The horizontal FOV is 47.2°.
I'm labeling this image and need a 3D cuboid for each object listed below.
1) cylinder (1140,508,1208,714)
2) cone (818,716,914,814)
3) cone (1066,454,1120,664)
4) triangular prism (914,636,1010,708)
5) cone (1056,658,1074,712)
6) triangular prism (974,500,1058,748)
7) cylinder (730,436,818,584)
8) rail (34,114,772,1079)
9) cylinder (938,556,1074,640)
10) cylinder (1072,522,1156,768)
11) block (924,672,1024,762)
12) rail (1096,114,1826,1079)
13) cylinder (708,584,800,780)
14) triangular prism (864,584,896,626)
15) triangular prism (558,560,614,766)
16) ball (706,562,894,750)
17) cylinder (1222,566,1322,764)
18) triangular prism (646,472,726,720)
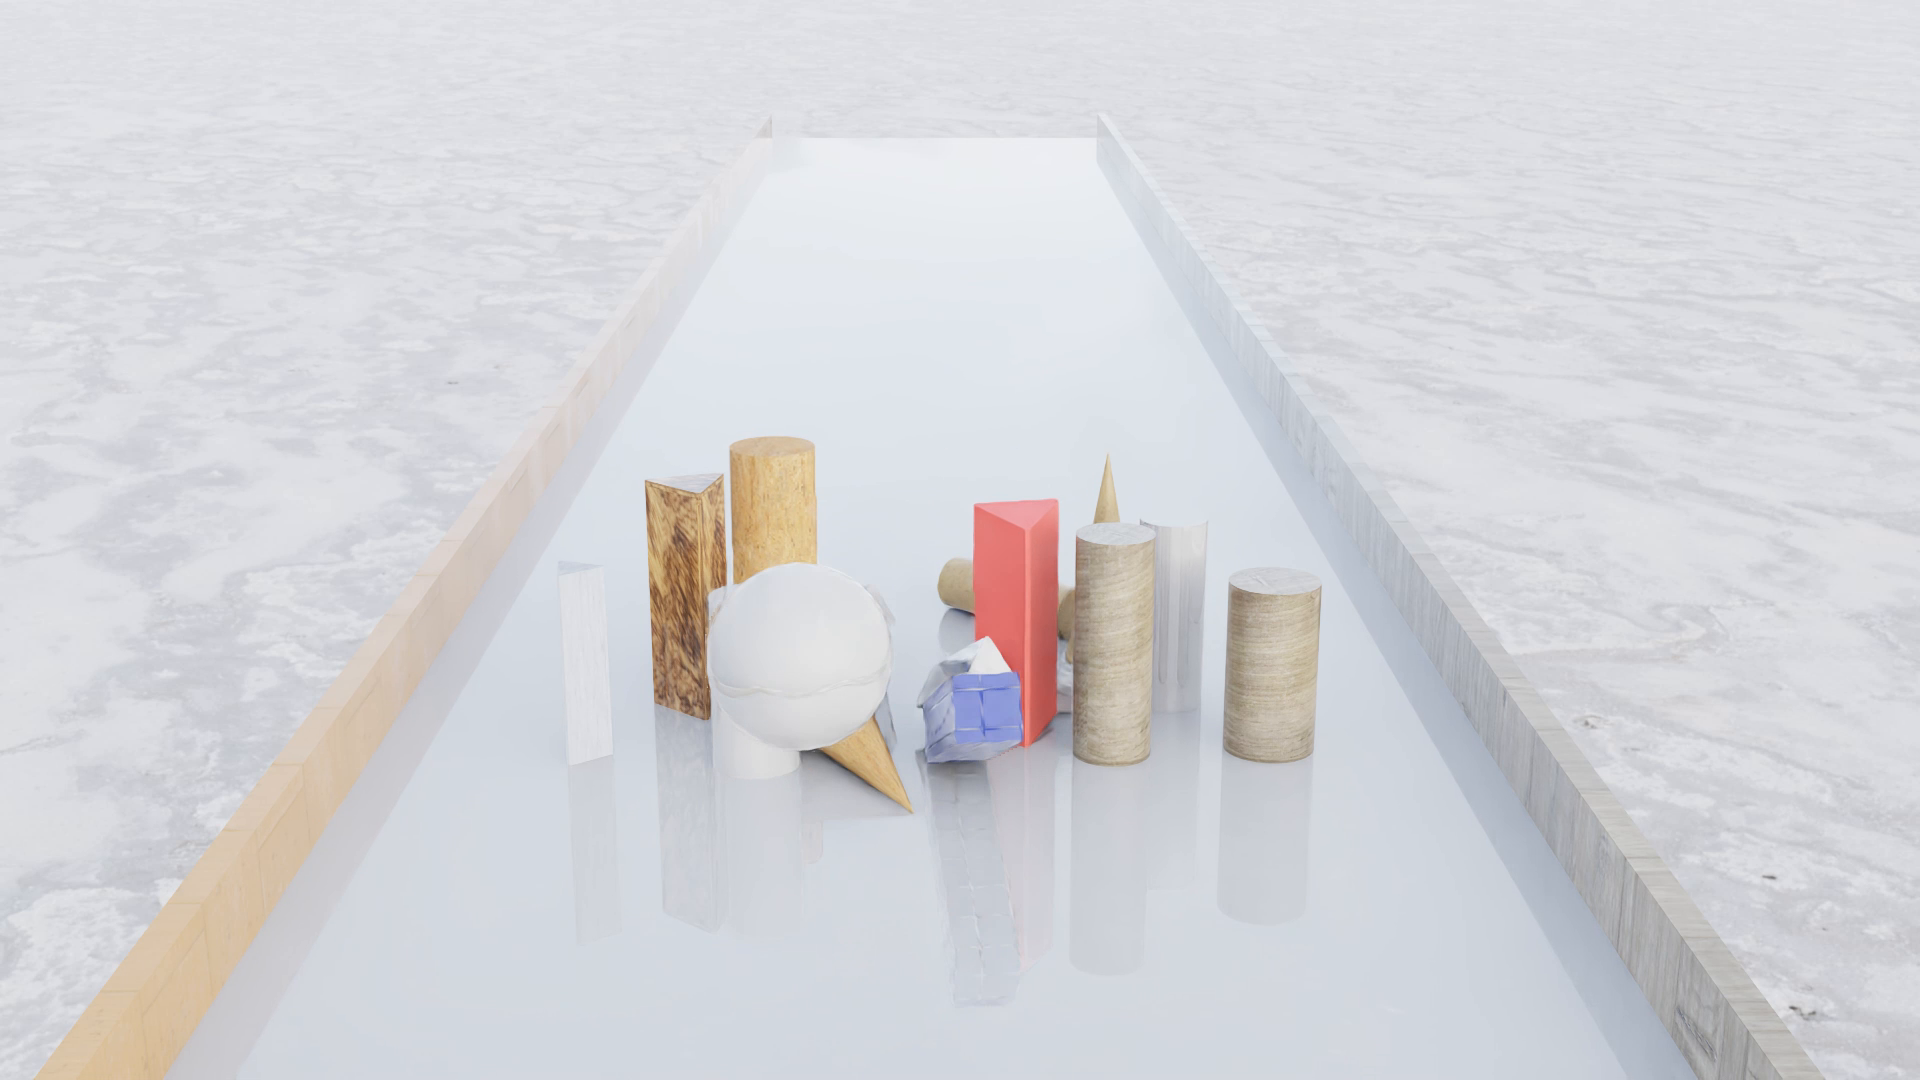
[{"bbox_3d":[0.398,0.133,4.142,0.127,0.364,0.127,0,17,0],"label":"cylinder"},{"bbox_3d":[-0.171,0.366,3.848,0.172,0.172,0.430,-8,30,-26],"label":"cone"},{"bbox_3d":[0.291,0.029,4.371,0.158,0.432,0.158,0,17,0],"label":"cone"},{"bbox_3d":[0.002,0.232,3.848,0.087,0.076,0.435,-2,-9,-13],"label":"triangular prism"},{"bbox_3d":[0.199,0.280,4.135,0.340,0.176,0.176,15,17,0],"label":"cone"},{"bbox_3d":[0.125,0.139,3.975,0.131,0.427,0.151,-17,28,-34],"label":"triangular prism"},{"bbox_3d":[-0.369,0.025,4.380,0.169,0.435,0.169,0,16,0],"label":"cylinder"},{"bbox_3d":[-1.118,-0.838,7.780,0.050,0.150,12.000,0,17,-1],"label":"rail"},{"bbox_3d":[0.113,0.121,4.628,0.334,0.110,0.110,14,22,40],"label":"cylinder"},{"bbox_3d":[0.271,0.185,3.888,0.140,0.409,0.140,0,17,0],"label":"cylinder"},{"bbox_3d":[0.017,0.302,3.696,0.108,0.108,0.450,-2,-9,-7],"label":"block"},{"bbox_3d":[0.932,-0.844,7.801,0.050,0.150,12.000,0,17,-1],"label":"rail"},{"bbox_3d":[-0.360,0.246,3.852,0.153,0.312,0.153,0,17,0],"label":"cylinder"},{"bbox_3d":[-0.194,0.135,4.417,0.090,0.078,0.348,-1,-4,-9],"label":"triangular prism"},{"bbox_3d":[-0.681,0.213,3.893,0.091,0.351,0.079,-13,21,-37],"label":"triangular prism"},{"bbox_3d":[-0.204,0.148,2.799,0.239,0.239,0.239,0,17,0],"label":"ball"},{"bbox_3d":[0.557,0.222,3.928,0.164,0.314,0.164,0,17,0],"label":"cylinder"},{"bbox_3d":[-0.486,0.098,4.127,0.146,0.439,0.126,14,22,39],"label":"triangular prism"}]
